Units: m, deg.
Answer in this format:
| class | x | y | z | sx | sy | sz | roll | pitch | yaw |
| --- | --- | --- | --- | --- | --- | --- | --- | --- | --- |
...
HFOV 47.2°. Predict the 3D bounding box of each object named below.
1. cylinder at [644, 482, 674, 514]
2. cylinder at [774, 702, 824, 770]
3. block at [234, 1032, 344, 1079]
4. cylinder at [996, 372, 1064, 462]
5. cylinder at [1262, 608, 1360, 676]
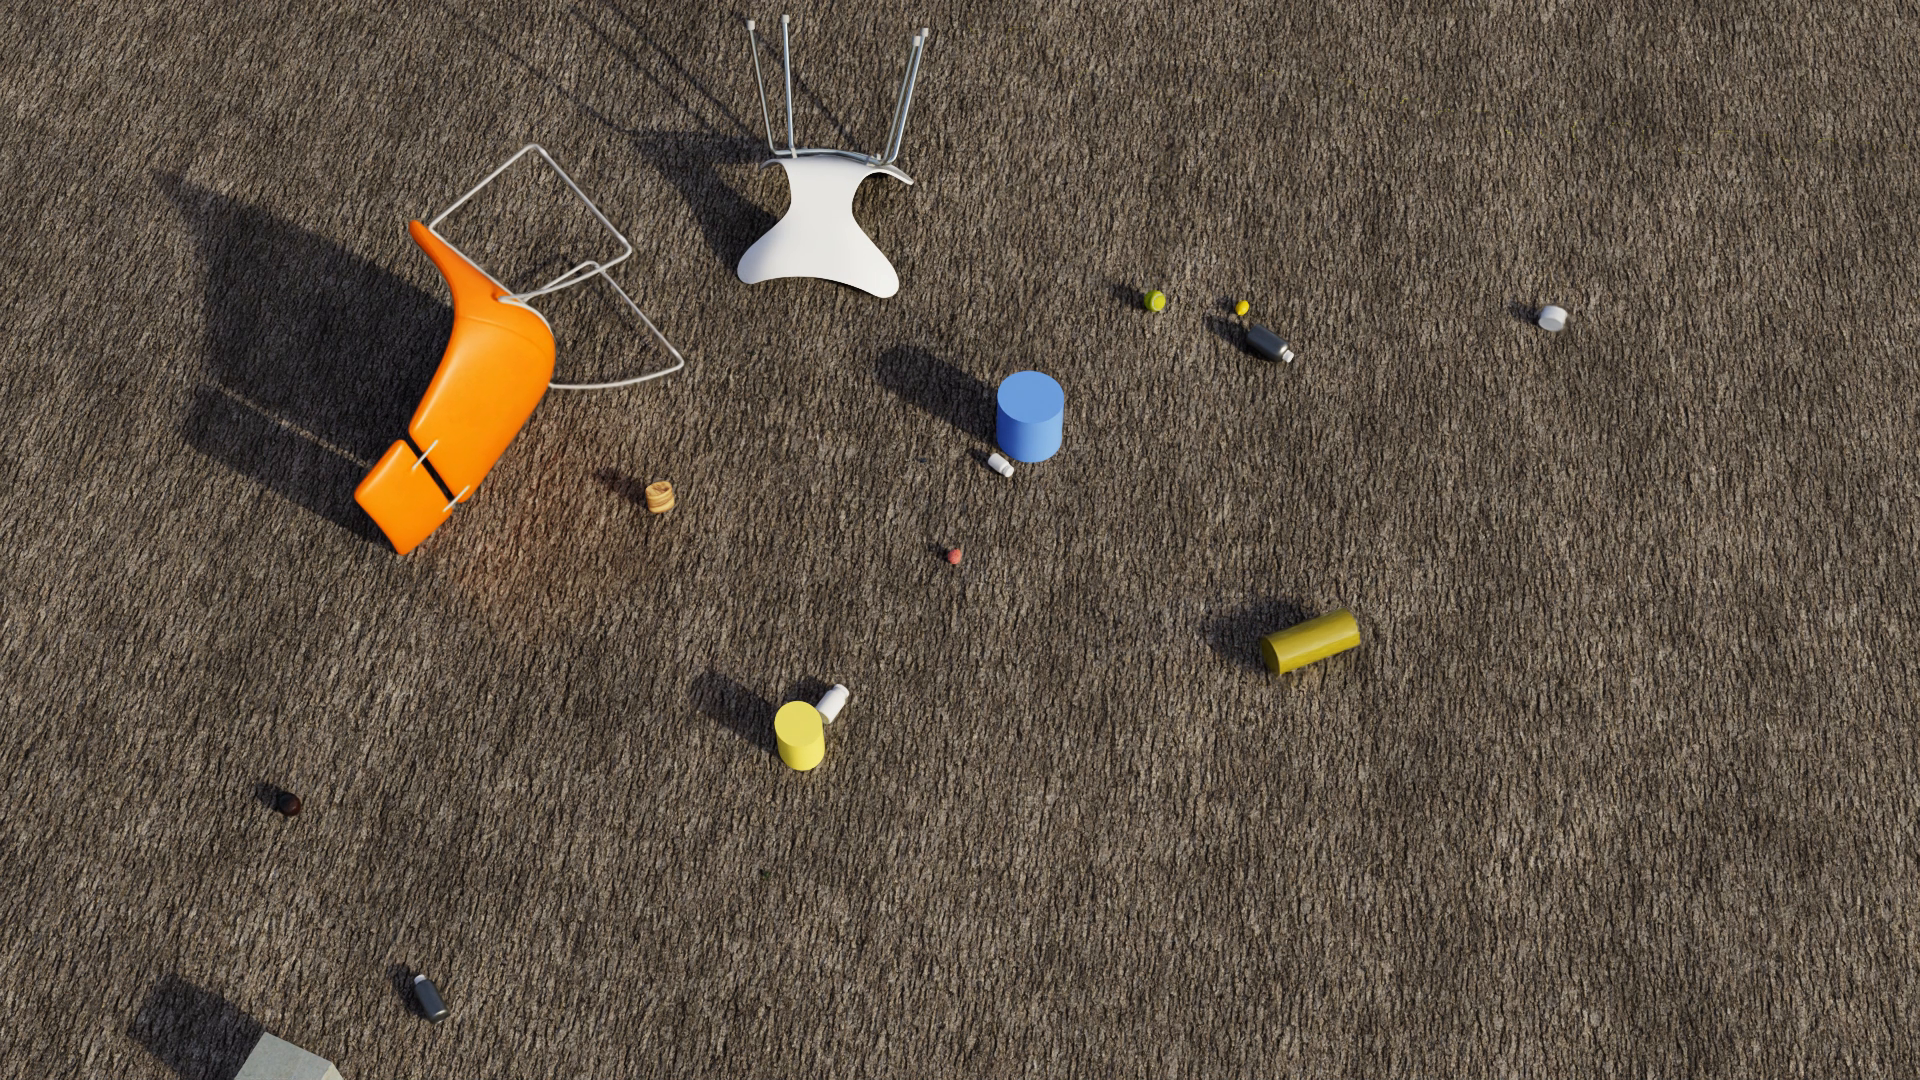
| class | x | y | z | sx | sy | sz | roll | pitch | yaw |
| --- | --- | --- | --- | --- | --- | --- | --- | --- | --- |
| cylinder | -0.901 | -0.128 | 6.603 | 0.081 | 0.095 | 0.044 | -19 | 58 | -12 |
| cylinder | -0.446 | 0.546 | 6.126 | 0.129 | 0.136 | 0.147 | -18 | 58 | -12 |
| block | -1.694 | 1.390 | 5.532 | 0.199 | 0.182 | 0.186 | 20 | 58 | 13 |
| cylinder | 0.213 | -0.375 | 6.705 | 0.204 | 0.201 | 0.196 | 31 | 61 | 19 |
| cylinder | 1.005 | 0.293 | 6.310 | 0.256 | 0.113 | 0.116 | -19 | 67 | -12 |
